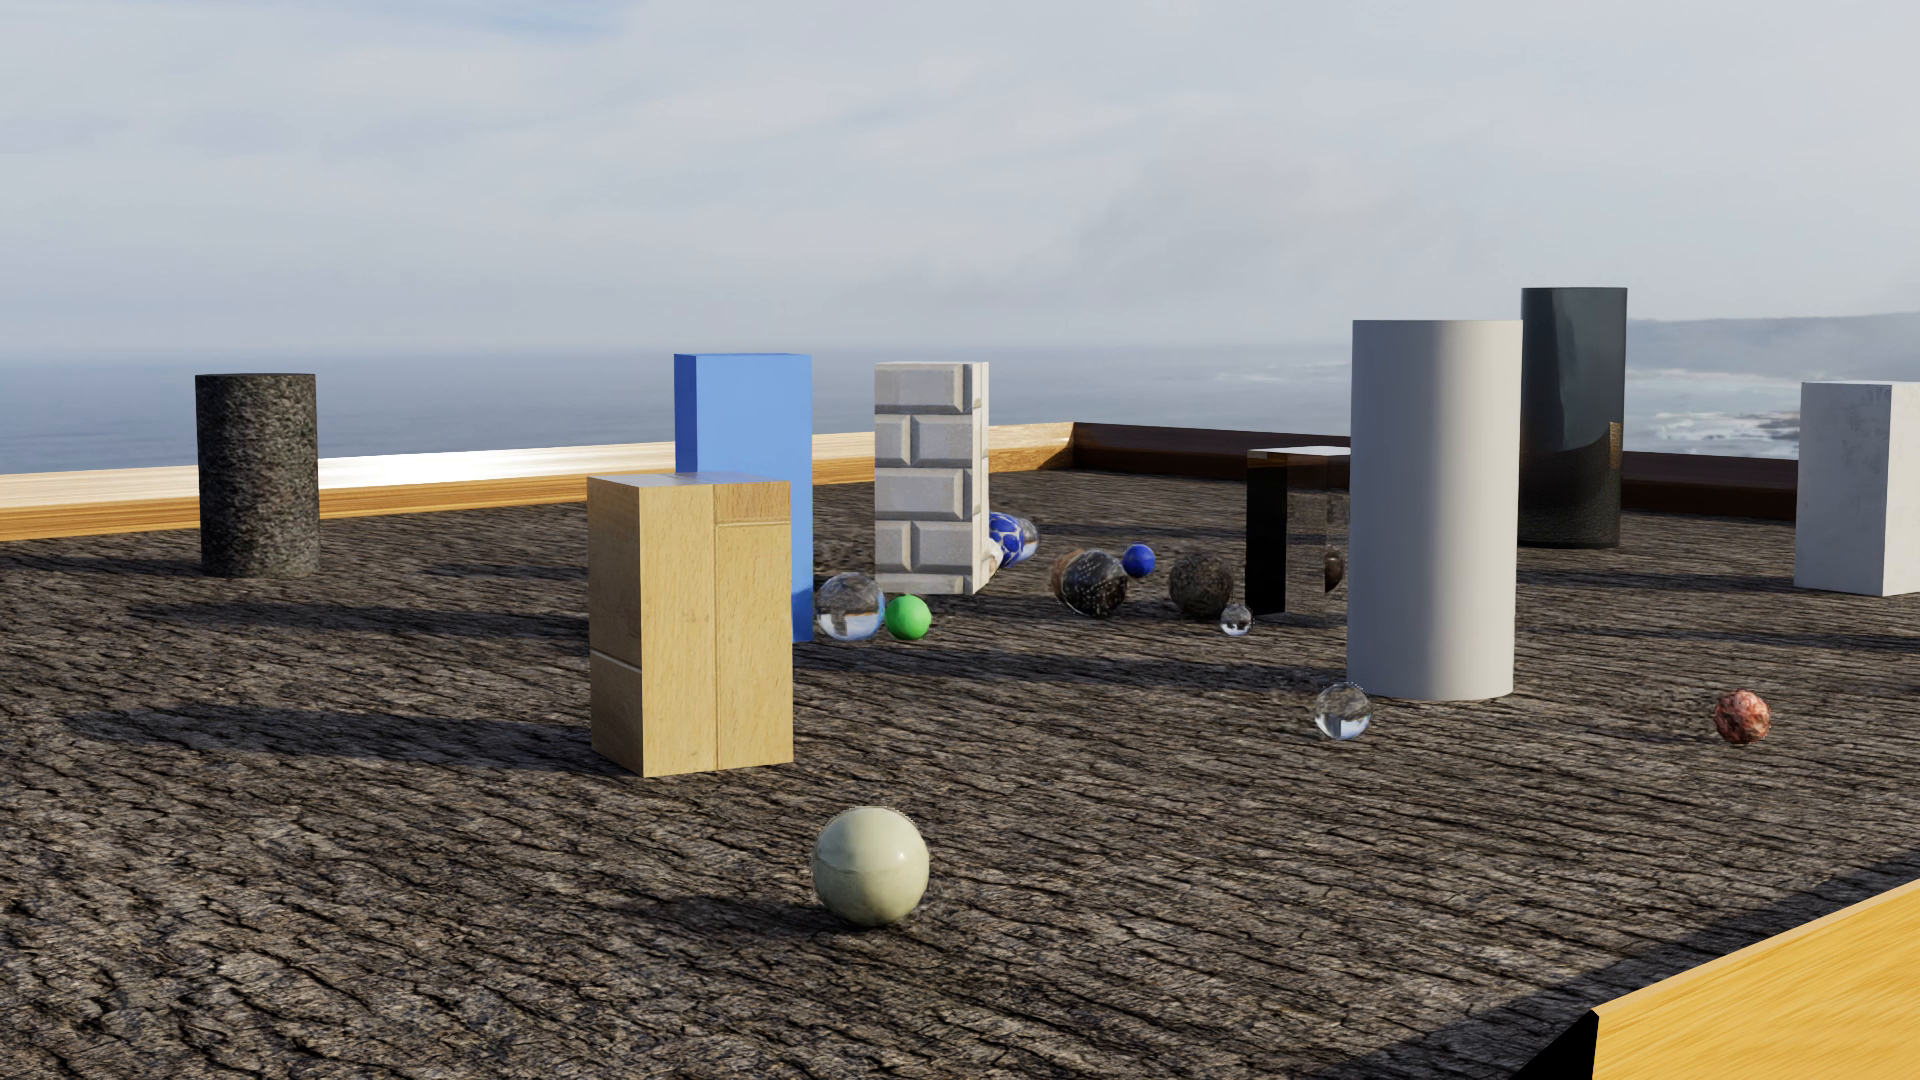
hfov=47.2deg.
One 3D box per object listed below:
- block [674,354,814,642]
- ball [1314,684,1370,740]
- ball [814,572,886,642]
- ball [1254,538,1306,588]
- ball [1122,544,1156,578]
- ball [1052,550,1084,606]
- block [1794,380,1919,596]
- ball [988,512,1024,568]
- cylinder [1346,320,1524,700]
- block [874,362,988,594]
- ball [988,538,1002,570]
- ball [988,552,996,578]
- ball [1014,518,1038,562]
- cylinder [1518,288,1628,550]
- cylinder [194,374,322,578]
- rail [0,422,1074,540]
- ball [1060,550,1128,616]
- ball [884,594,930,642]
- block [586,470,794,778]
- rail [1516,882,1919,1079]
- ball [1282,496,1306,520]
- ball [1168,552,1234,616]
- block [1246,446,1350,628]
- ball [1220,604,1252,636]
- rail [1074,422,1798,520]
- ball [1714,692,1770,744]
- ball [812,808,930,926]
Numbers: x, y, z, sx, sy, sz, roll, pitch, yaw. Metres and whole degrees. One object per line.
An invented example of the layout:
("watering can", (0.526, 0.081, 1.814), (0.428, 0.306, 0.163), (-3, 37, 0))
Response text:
("block", (-0.295, -0.060, 2.991), (0.155, 0.384, 0.155), (-2, 6, -18))
("ball", (0.397, 0.178, 2.282), (0.058, 0.058, 0.058), (0, 6, 0))
("ball", (-0.147, 0.090, 2.946), (0.095, 0.095, 0.095), (0, 6, 0))
("ball", (0.477, 0.034, 3.285), (0.077, 0.077, 0.077), (0, 6, 0))
("ball", (0.297, 0.035, 3.655), (0.056, 0.056, 0.056), (0, 6, 0))
("ball", (0.179, 0.059, 3.284), (0.086, 0.086, 0.086), (0, 6, 0))
("block", (1.452, -0.087, 3.510), (0.155, 0.329, 0.155), (-4, 7, -36))
("ball", (0.063, 0.000, 3.789), (0.097, 0.097, 0.097), (0, 6, 0))
("cylinder", (0.556, -0.042, 2.584), (0.194, 0.432, 0.194), (0, 6, 0))
("block", (-0.044, -0.103, 3.513), (0.155, 0.360, 0.155), (1, 6, 10))
("ball", (0.040, 0.026, 3.706), (0.063, 0.063, 0.063), (0, 6, 0))
("ball", (0.038, 0.042, 3.636), (0.046, 0.046, 0.046), (0, 6, 0))
("ball", (0.099, 0.000, 3.875), (0.080, 0.080, 0.080), (0, 6, 0))
("cylinder", (1.155, -0.234, 4.161), (0.194, 0.485, 0.194), (0, 6, 0))
("cylinder", (-1.189, -0.113, 3.729), (0.194, 0.334, 0.194), (0, 6, 0))
("rail", (-1.283, -0.112, 4.715), (4.408, 0.126, 0.045), (-5, 8, -42))
("ball", (0.195, 0.063, 3.194), (0.096, 0.096, 0.096), (0, 6, 0))
("ball", (-0.071, 0.105, 2.959), (0.062, 0.062, 0.062), (0, 6, 0))
("block", (-0.270, 0.077, 2.188), (0.155, 0.278, 0.155), (-3, 7, -28))
("rail", (1.283, 0.178, 1.949), (4.408, 0.126, 0.045), (-5, 8, -42))
("ball", (0.711, -0.070, 4.675), (0.051, 0.051, 0.051), (0, 6, 0))
("ball", (0.350, 0.064, 3.195), (0.095, 0.095, 0.095), (0, 6, 0))
("block", (0.523, -0.008, 3.168), (0.155, 0.243, 0.155), (-5, 8, -38))
("ball", (0.377, 0.110, 3.000), (0.044, 0.044, 0.044), (0, 6, 0))
("rail", (1.602, -0.121, 4.802), (0.045, 0.126, 3.832), (-5, 8, -42))
("ball", (0.803, 0.182, 2.260), (0.054, 0.054, 0.054), (0, 6, 0))
("ball", (-0.065, 0.237, 1.592), (0.086, 0.086, 0.086), (0, 6, 0))
